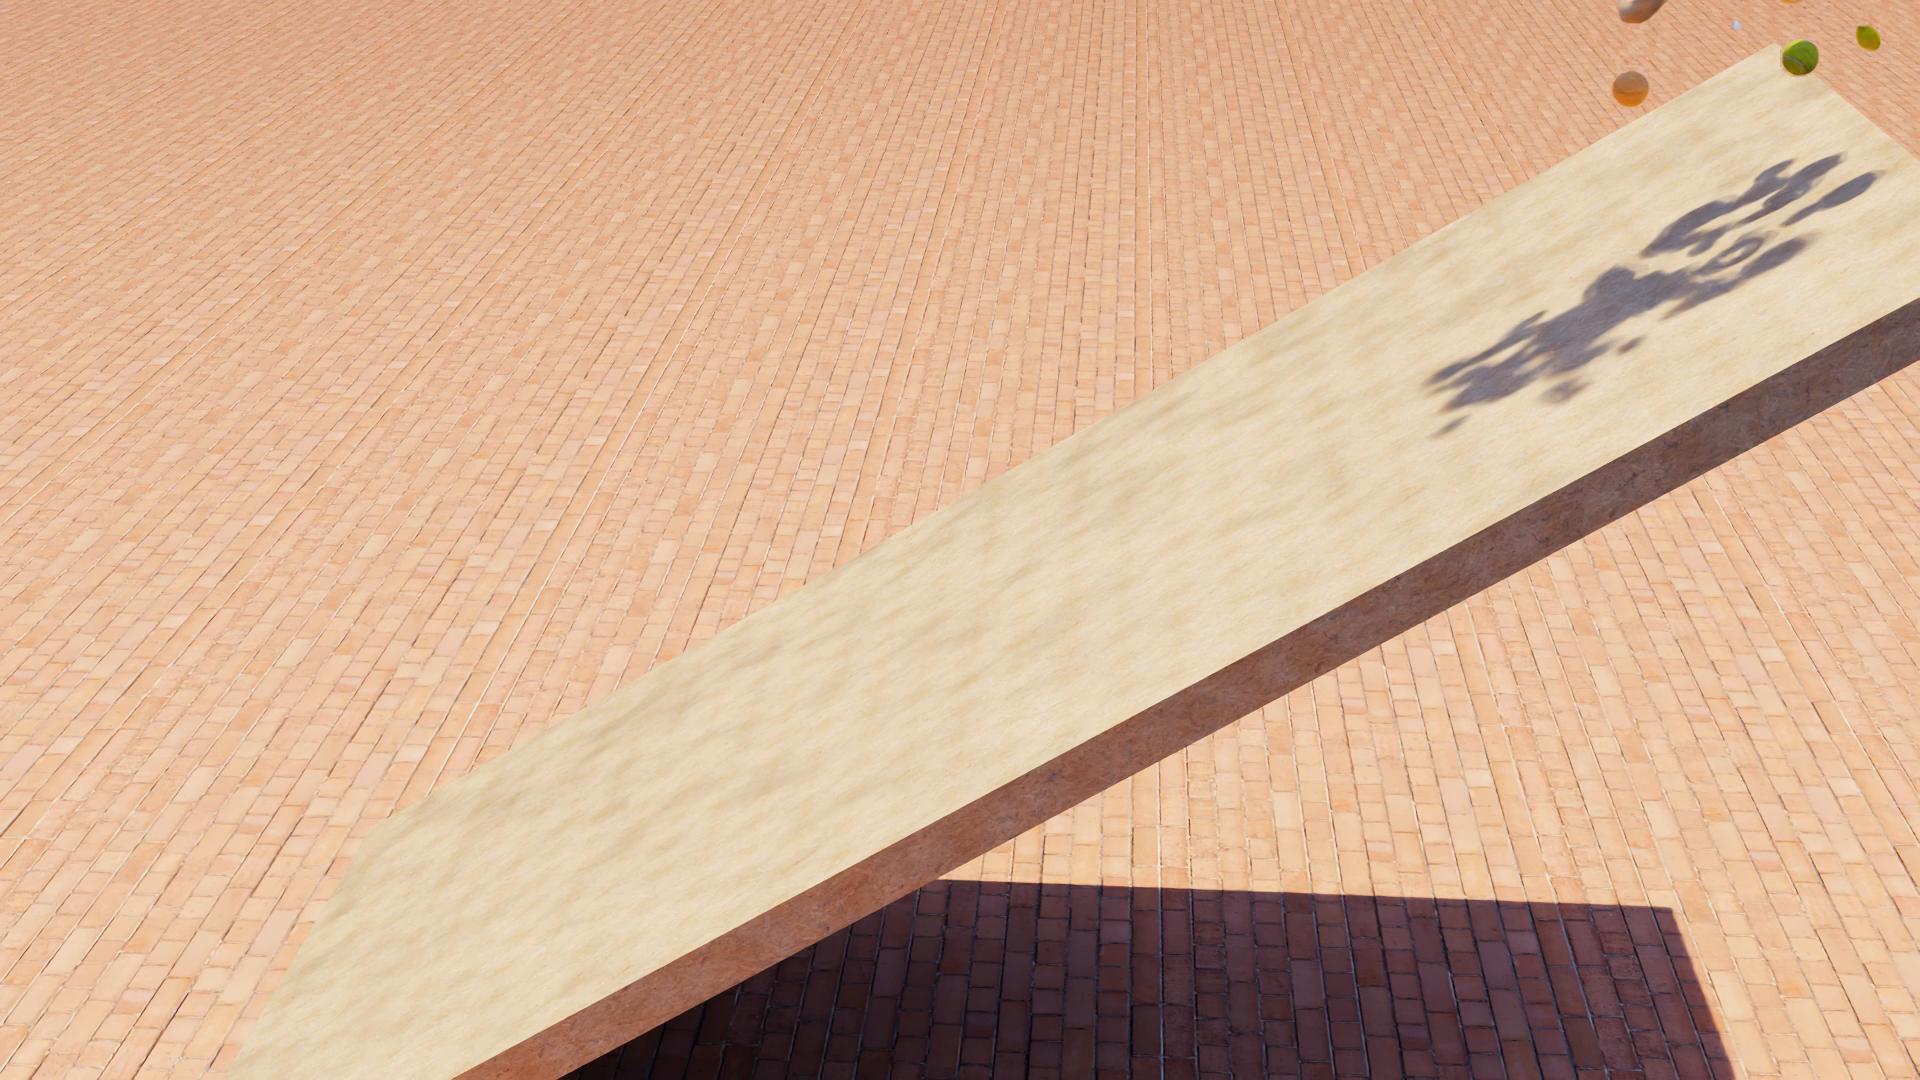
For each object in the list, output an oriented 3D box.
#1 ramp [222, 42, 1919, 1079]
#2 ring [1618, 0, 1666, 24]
[{"bbox_3d":[0.142,0.168,6.288,4.000,0.100,2.000,-29,15,13],"label":"ramp"},{"bbox_3d":[1.340,-1.067,5.744,0.045,0.134,0.134,33,9,-21],"label":"ring"}]
